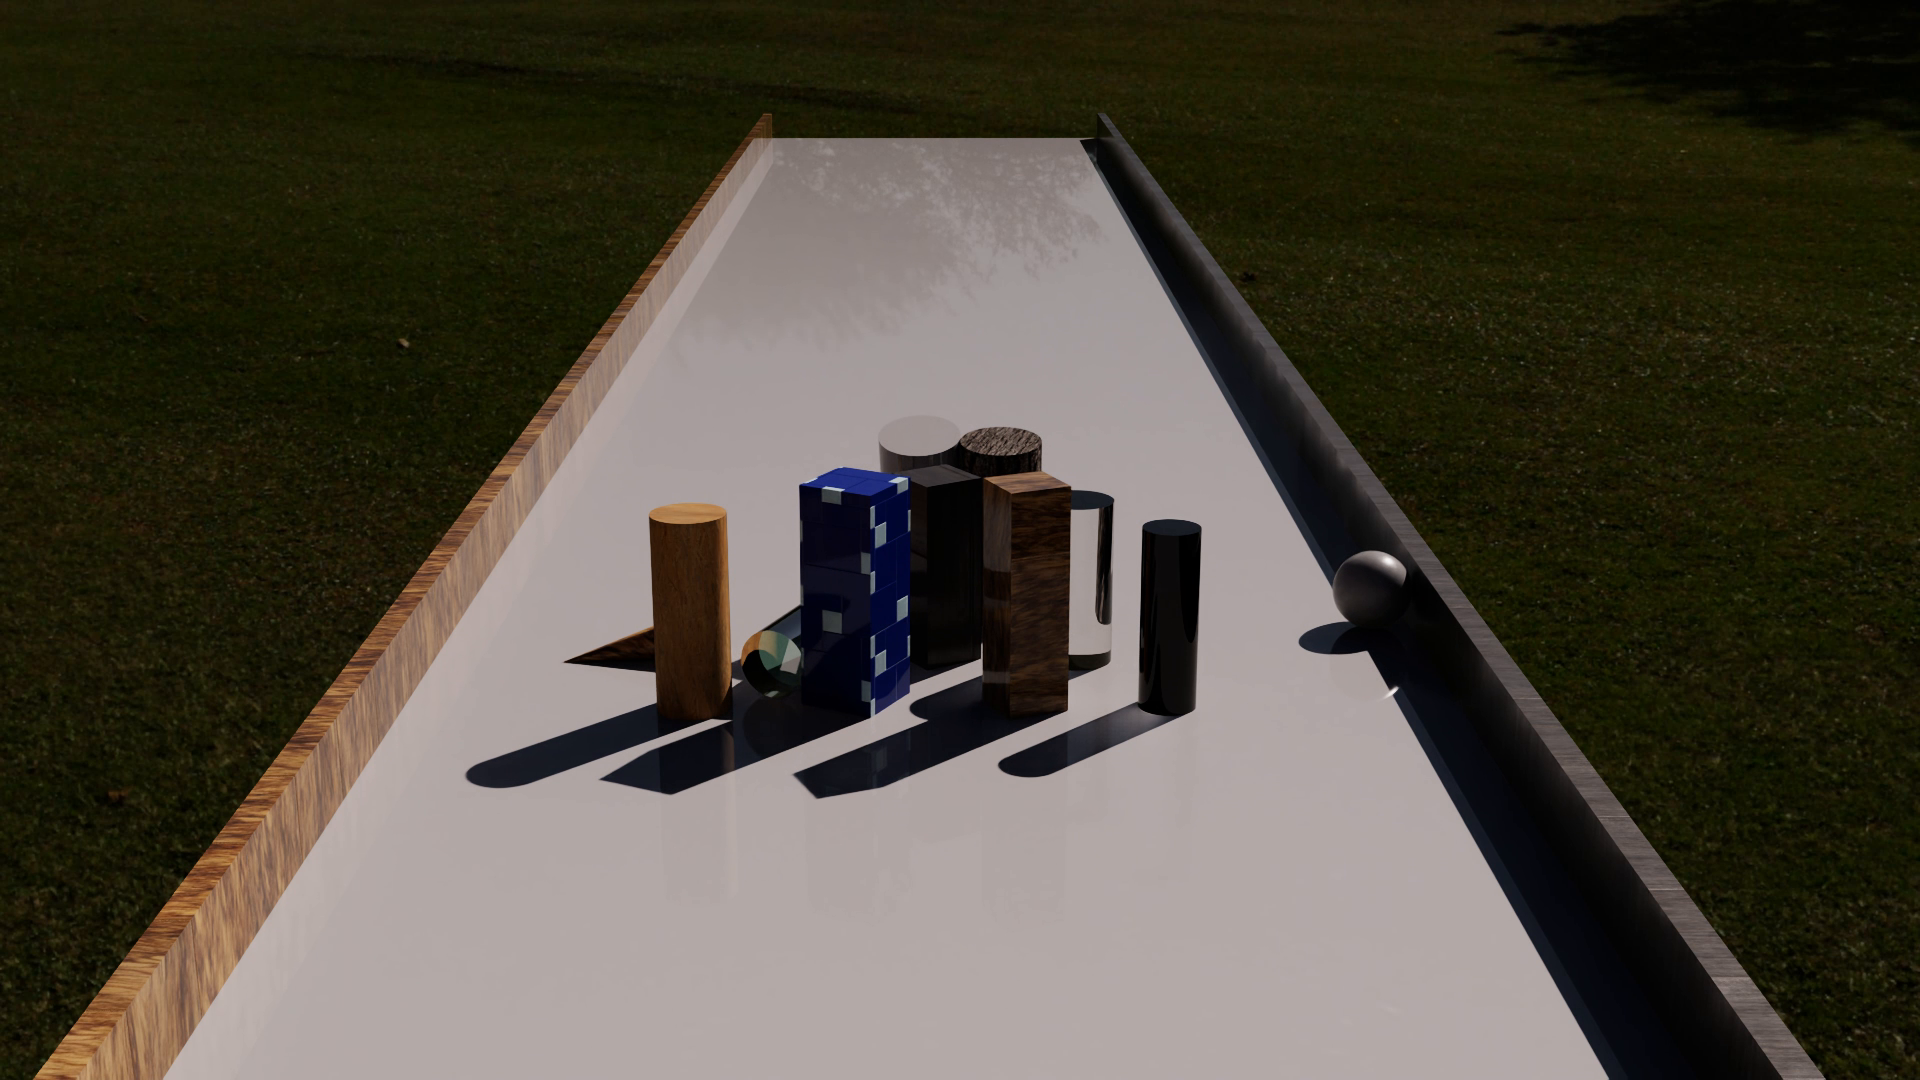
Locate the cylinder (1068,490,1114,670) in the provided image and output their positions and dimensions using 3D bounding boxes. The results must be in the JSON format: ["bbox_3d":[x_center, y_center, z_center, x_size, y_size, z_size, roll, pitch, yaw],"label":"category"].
[{"bbox_3d":[0.231,0.080,4.378,0.146,0.331,0.146,0,17,0],"label":"cylinder"}]

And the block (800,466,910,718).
[{"bbox_3d":[-0.196,0.096,4.144,0.151,0.431,0.151,9,19,26],"label":"block"}]

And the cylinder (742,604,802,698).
[{"bbox_3d":[-0.274,0.178,4.390,0.136,0.136,0.446,7,18,21],"label":"cylinder"}]

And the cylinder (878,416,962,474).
[{"bbox_3d":[-0.078,-0.052,4.661,0.172,0.390,0.172,-2,32,1],"label":"cylinder"}]

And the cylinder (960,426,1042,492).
[{"bbox_3d":[0.085,-0.027,4.611,0.169,0.386,0.169,0,23,0],"label":"cylinder"}]

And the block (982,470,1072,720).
[{"bbox_3d":[0.123,0.103,4.112,0.121,0.438,0.121,-7,18,-23],"label":"block"}]

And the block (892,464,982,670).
[{"bbox_3d":[-0.046,0.053,4.388,0.128,0.377,0.128,-11,20,-32],"label":"block"}]

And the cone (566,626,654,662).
[{"bbox_3d":[-0.639,0.212,4.416,0.327,0.114,0.114,-12,18,-5],"label":"cone"}]

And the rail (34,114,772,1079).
[{"bbox_3d":[-1.118,-0.838,7.780,0.050,0.150,12.000,0,17,-1],"label":"rail"}]

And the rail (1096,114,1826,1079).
[{"bbox_3d":[0.932,-0.844,7.801,0.050,0.150,12.000,0,17,-1],"label":"rail"}]

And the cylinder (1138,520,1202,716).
[{"bbox_3d":[0.392,0.145,4.121,0.110,0.352,0.110,0,17,0],"label":"cylinder"}]

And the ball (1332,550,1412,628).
[{"bbox_3d":[0.860,0.104,4.591,0.164,0.164,0.164,0,17,0],"label":"ball"}]

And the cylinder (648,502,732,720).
[{"bbox_3d":[-0.502,0.133,4.110,0.142,0.381,0.142,0,17,0],"label":"cylinder"}]
